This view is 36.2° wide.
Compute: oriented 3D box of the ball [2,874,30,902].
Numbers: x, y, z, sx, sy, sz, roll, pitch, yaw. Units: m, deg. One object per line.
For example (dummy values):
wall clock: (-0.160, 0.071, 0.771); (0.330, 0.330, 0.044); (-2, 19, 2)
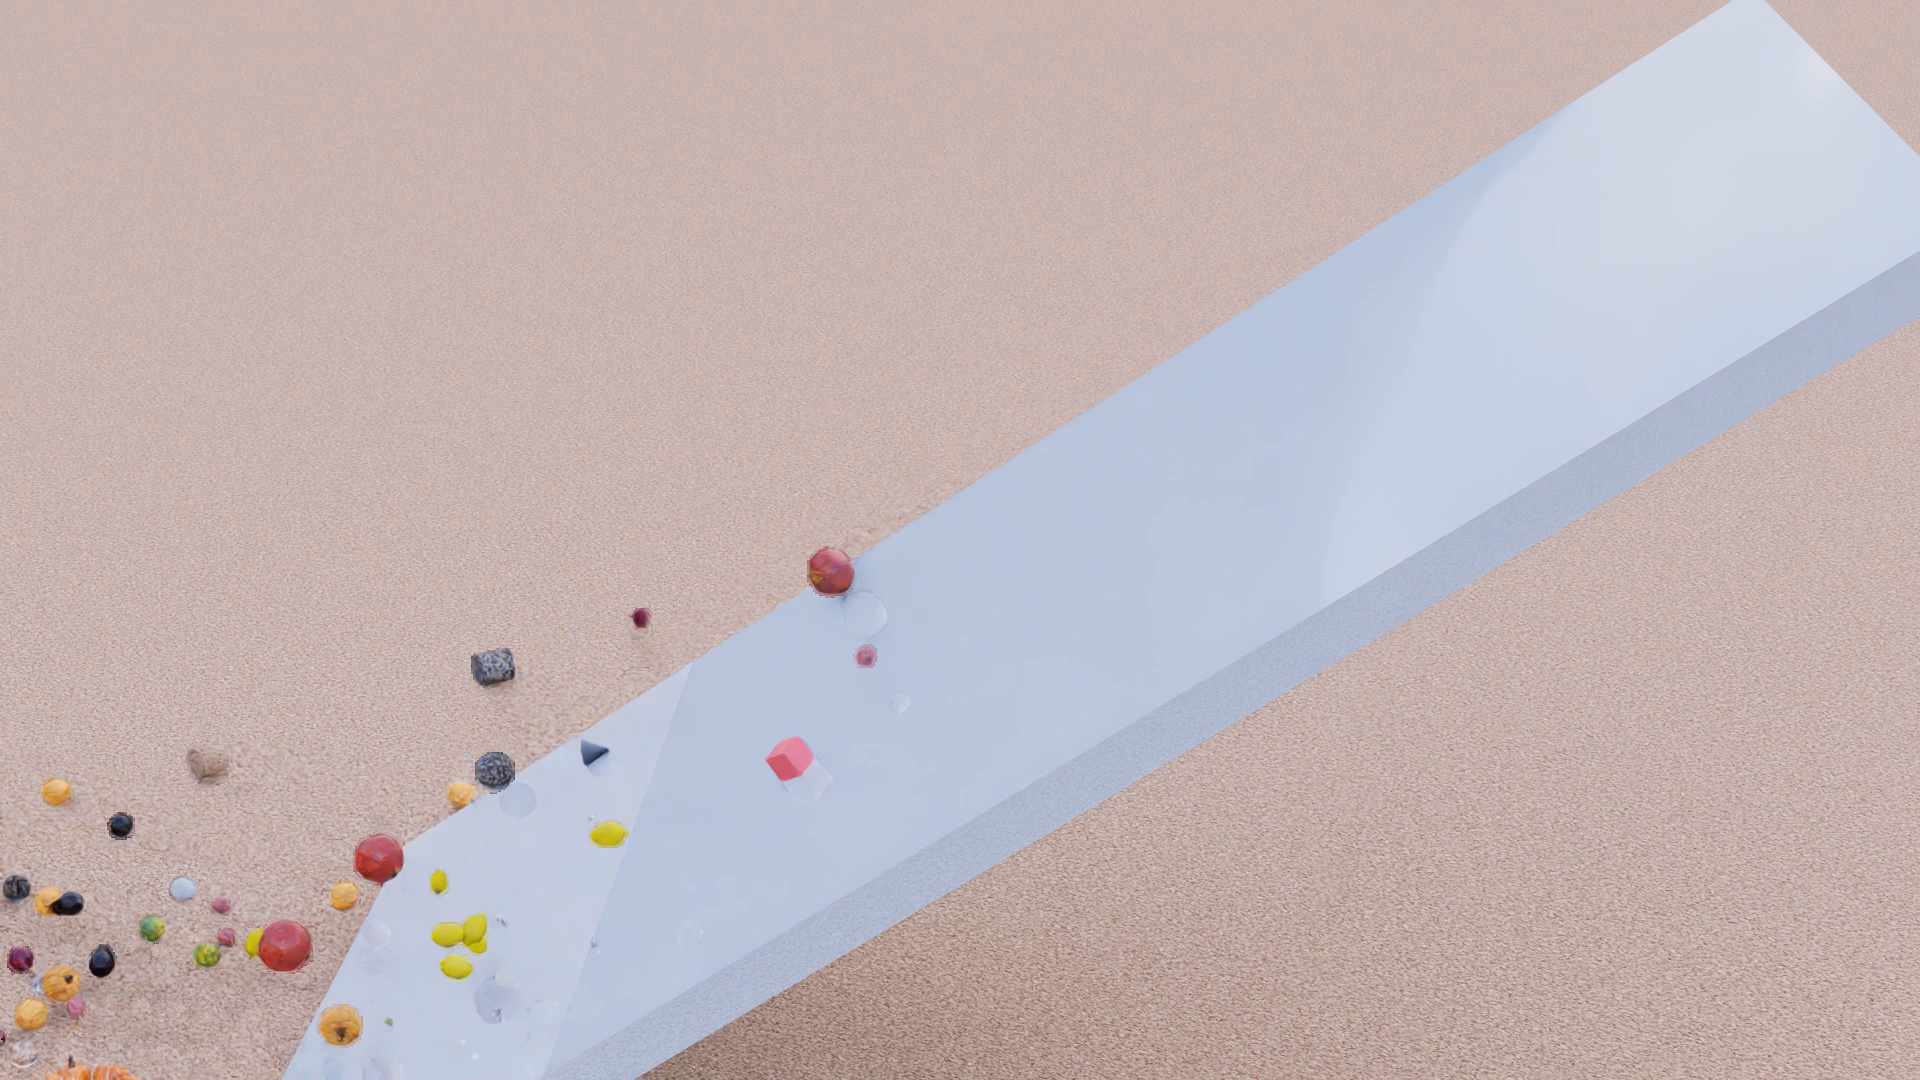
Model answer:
ball: (-2.443, 0.901, 7.616); (0.070, 0.070, 0.070); (0, 21, 0)

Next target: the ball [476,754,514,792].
ball: (-1.199, 0.599, 7.585); (0.096, 0.096, 0.096); (0, 21, 0)

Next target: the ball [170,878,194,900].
ball: (-2.013, 0.905, 7.620); (0.060, 0.060, 0.060); (0, 21, 0)

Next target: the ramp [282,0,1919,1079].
ramp: (0.136, 0.174, 6.305); (4.000, 0.100, 2.000); (-32, 16, 15)

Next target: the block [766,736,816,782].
block: (-0.359, 0.462, 6.222); (0.062, 0.062, 0.062); (-22, 21, 42)

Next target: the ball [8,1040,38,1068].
ball: (-2.183, 1.198, 6.859); (0.066, 0.066, 0.066); (0, 21, 0)

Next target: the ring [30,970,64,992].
ring: (-2.240, 1.083, 7.211); (0.080, 0.027, 0.080); (-1, 21, 0)
